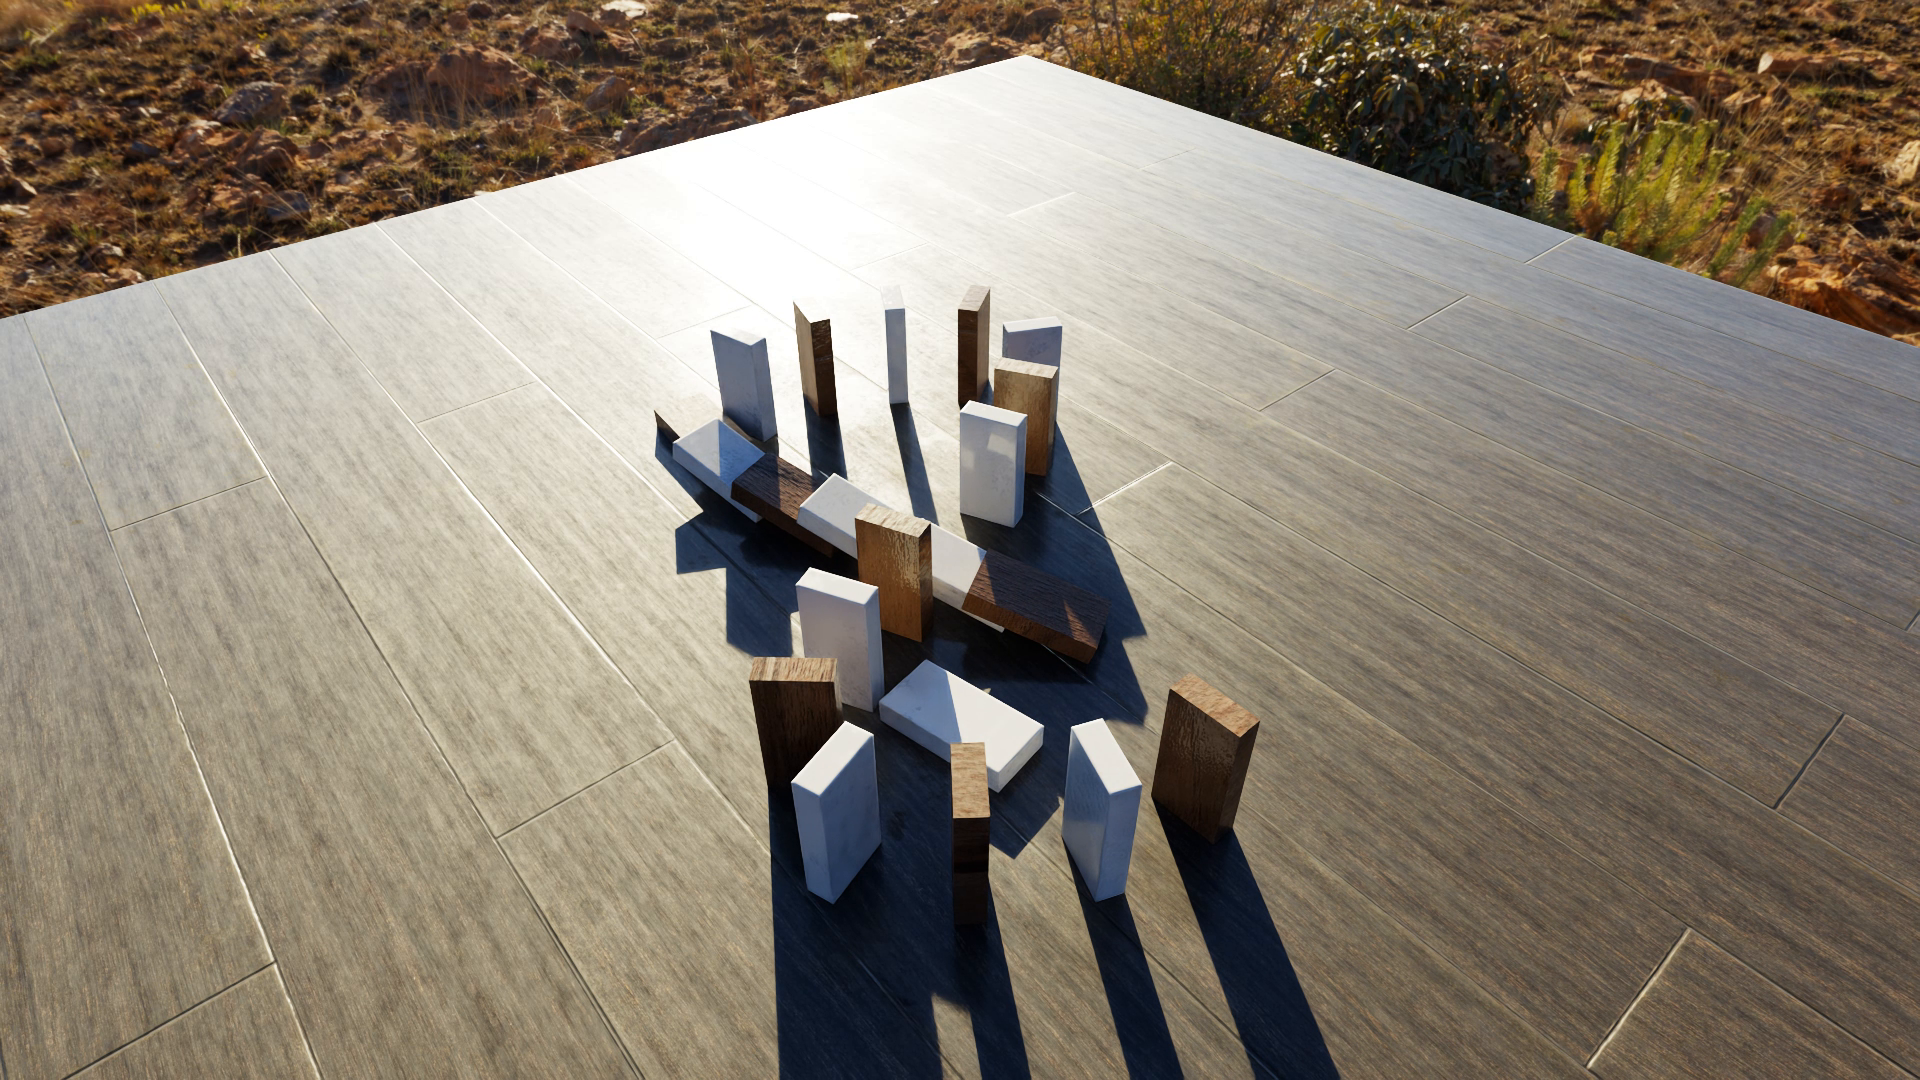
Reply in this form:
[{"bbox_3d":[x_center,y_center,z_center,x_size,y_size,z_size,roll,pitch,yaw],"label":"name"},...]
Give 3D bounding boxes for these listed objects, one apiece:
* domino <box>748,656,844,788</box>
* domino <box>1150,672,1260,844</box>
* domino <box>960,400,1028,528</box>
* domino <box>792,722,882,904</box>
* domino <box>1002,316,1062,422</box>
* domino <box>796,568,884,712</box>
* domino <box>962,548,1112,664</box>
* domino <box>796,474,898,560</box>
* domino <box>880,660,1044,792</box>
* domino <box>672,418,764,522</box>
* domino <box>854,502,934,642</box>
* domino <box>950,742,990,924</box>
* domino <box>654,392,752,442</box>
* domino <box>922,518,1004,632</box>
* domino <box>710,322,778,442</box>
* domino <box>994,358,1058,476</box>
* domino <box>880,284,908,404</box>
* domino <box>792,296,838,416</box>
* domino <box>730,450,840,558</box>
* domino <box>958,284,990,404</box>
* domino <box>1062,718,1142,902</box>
[{"bbox_3d":[-0.049,0.058,0.341,0.025,0.050,0.009,1,39,1],"label":"domino"},{"bbox_3d":[0.073,0.066,0.331,0.009,0.050,0.025,-30,48,-31],"label":"domino"},{"bbox_3d":[0.013,-0.030,0.449,0.025,0.050,0.009,17,42,19],"label":"domino"},{"bbox_3d":[-0.035,0.079,0.315,0.009,0.050,0.025,21,44,23],"label":"domino"},{"bbox_3d":[0.032,-0.077,0.505,0.025,0.050,0.010,-9,40,-11],"label":"domino"},{"bbox_3d":[-0.040,0.034,0.370,0.025,0.050,0.010,15,42,18],"label":"domino"},{"bbox_3d":[0.028,0.024,0.403,0.050,0.010,0.025,23,45,3],"label":"domino"},{"bbox_3d":[-0.037,-0.005,0.438,0.050,0.010,0.025,30,46,10],"label":"domino"},{"bbox_3d":[0.000,0.061,0.369,0.050,0.010,0.025,26,46,28],"label":"domino"},{"bbox_3d":[-0.096,-0.031,0.471,0.050,0.010,0.025,36,50,17],"label":"domino"},{"bbox_3d":[-0.023,0.012,0.396,0.025,0.050,0.009,17,42,20],"label":"domino"},{"bbox_3d":[0.003,0.083,0.310,0.009,0.050,0.025,-1,39,-2],"label":"domino"},{"bbox_3d":[-0.117,-0.049,0.503,0.025,0.010,0.050,-25,45,-27],"label":"domino"},{"bbox_3d":[0.000,0.013,0.419,0.050,0.009,0.025,27,45,12],"label":"domino"},{"bbox_3d":[-0.098,-0.071,0.498,0.025,0.050,0.010,24,45,27],"label":"domino"},{"bbox_3d":[0.028,-0.053,0.476,0.025,0.050,0.009,12,41,15],"label":"domino"},{"bbox_3d":[-0.031,-0.093,0.525,0.009,0.050,0.025,-6,40,-7],"label":"domino"},{"bbox_3d":[-0.068,-0.086,0.517,0.009,0.050,0.025,-17,42,-19],"label":"domino"},{"bbox_3d":[-0.066,-0.015,0.452,0.050,0.010,0.025,30,46,11],"label":"domino"},{"bbox_3d":[0.007,-0.093,0.525,0.009,0.050,0.025,9,40,11],"label":"domino"},{"bbox_3d":[0.040,0.078,0.316,0.009,0.050,0.025,-13,41,-15],"label":"domino"}]
